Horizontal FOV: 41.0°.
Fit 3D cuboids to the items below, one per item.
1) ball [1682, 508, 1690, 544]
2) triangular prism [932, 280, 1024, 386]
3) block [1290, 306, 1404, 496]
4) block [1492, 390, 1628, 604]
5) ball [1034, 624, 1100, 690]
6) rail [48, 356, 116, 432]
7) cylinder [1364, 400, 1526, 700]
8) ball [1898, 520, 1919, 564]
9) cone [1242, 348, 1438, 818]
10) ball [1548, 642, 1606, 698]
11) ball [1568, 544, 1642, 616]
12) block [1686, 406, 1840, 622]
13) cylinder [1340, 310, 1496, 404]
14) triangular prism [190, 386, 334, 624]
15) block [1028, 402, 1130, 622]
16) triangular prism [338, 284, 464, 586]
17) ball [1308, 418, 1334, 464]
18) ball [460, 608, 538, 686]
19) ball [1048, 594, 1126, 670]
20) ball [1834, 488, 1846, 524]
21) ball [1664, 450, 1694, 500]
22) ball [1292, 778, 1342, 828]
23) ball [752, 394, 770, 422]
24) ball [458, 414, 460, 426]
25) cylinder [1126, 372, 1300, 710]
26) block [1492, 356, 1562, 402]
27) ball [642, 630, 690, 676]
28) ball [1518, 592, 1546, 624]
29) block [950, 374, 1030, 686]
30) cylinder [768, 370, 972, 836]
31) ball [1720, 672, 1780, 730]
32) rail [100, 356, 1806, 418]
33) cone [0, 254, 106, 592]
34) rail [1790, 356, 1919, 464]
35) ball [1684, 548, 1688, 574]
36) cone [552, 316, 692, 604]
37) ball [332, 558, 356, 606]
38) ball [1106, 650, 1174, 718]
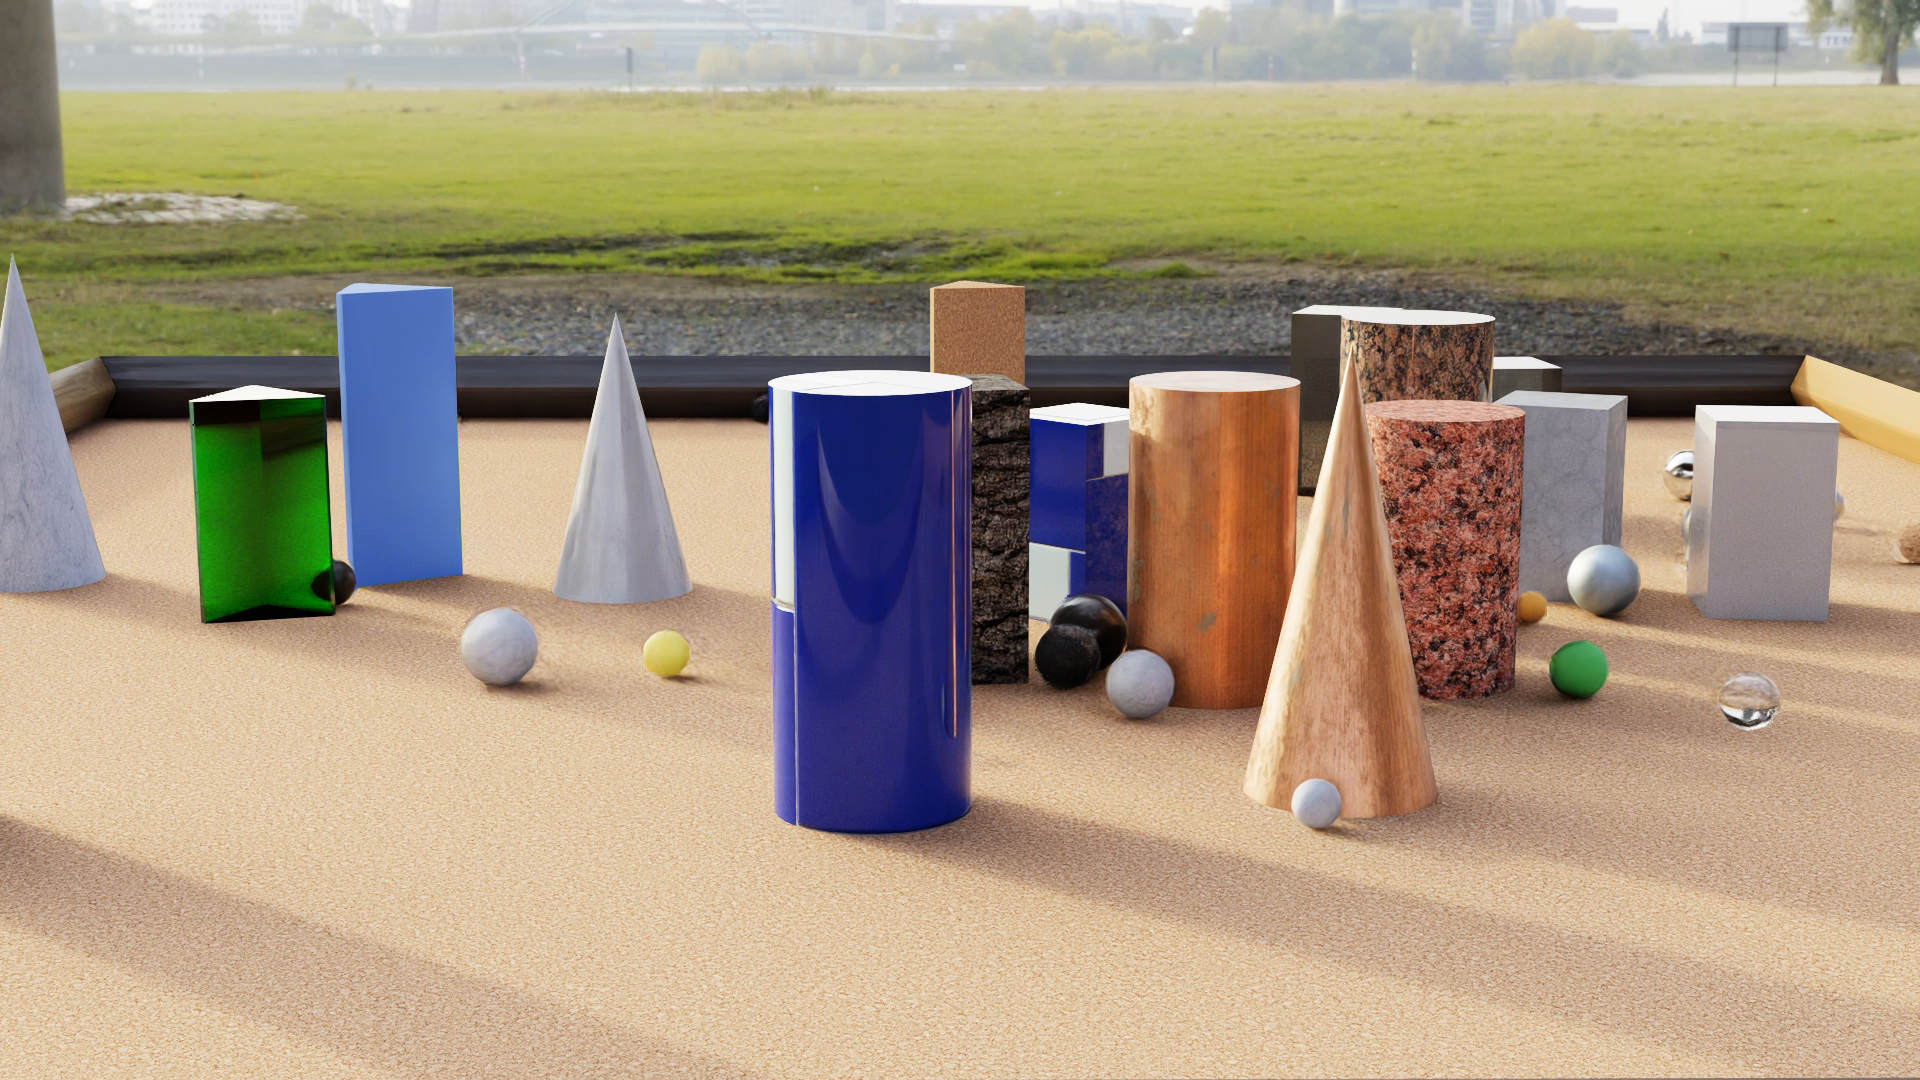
[{"bbox_3d":[1.126,-0.019,3.840,0.090,0.090,0.090,0,10,0],"label":"ball"},{"bbox_3d":[0.019,-0.301,4.695,0.170,0.333,0.147,-2,11,-10],"label":"triangular prism"},{"bbox_3d":[0.663,-0.238,4.413,0.157,0.312,0.157,4,11,21],"label":"block"},{"bbox_3d":[0.831,-0.062,3.576,0.157,0.269,0.157,5,11,23],"label":"block"},{"bbox_3d":[0.127,0.137,3.028,0.078,0.078,0.078,0,10,0],"label":"ball"},{"bbox_3d":[-1.756,0.035,3.439,0.045,0.128,3.881,0,10,0],"label":"rail"},{"bbox_3d":[0.565,0.008,3.048,0.197,0.326,0.197,0,10,0],"label":"cylinder"},{"bbox_3d":[1.419,0.003,3.788,0.065,0.065,0.065,0,10,0],"label":"ball"},{"bbox_3d":[0.386,0.030,2.568,0.197,0.456,0.197,0,10,0],"label":"cone"},{"bbox_3d":[0.719,0.151,2.987,0.066,0.066,0.066,0,10,0],"label":"ball"},{"bbox_3d":[0.862,0.054,3.432,0.095,0.095,0.095,0,10,0],"label":"ball"},{"bbox_3d":[1.081,-0.039,3.463,0.157,0.265,0.157,1,11,6],"label":"block"},{"bbox_3d":[0.594,-0.091,3.365,0.197,0.403,0.197,0,10,0],"label":"cylinder"},{"bbox_3d":[-0.942,-0.053,3.456,0.170,0.295,0.147,-3,11,-18],"label":"triangular prism"},{"bbox_3d":[0.162,-0.035,3.433,0.157,0.270,0.157,10,15,44],"label":"block"},{"bbox_3d":[-0.831,-0.157,3.691,0.170,0.414,0.147,-7,13,-34],"label":"triangular prism"},{"bbox_3d":[0.683,-0.178,4.696,0.089,0.089,0.089,0,10,0],"label":"ball"},{"bbox_3d":[-0.547,0.127,3.046,0.091,0.091,0.091,0,10,0],"label":"ball"},{"bbox_3d":[0.155,0.112,3.114,0.096,0.096,0.096,0,10,0],"label":"ball"},{"bbox_3d":[1.375,-0.056,4.092,0.069,0.069,0.069,0,10,0],"label":"ball"},{"bbox_3d":[1.234,-0.110,4.341,0.086,0.086,0.086,0,10,0],"label":"ball"},{"bbox_3d":[0.345,0.254,2.478,0.048,0.048,0.048,0,10,0],"label":"ball"},{"bbox_3d":[-0.399,-0.271,5.289,0.057,0.057,0.057,0,10,0],"label":"ball"},{"bbox_3d":[-1.027,-0.242,5.150,0.050,0.050,0.050,0,10,0],"label":"ball"},{"bbox_3d":[0.294,-0.004,2.998,0.197,0.366,0.197,0,10,0],"label":"cylinder"},{"bbox_3d":[0.864,-0.159,4.138,0.157,0.255,0.157,-1,11,-6],"label":"block"},{"bbox_3d":[-0.354,0.137,3.090,0.056,0.056,0.056,0,10,0],"label":"ball"},{"bbox_3d":[0.753,0.089,3.388,0.041,0.041,0.041,0,10,0],"label":"ball"},{"bbox_3d":[-0.011,-0.014,3.091,0.157,0.352,0.157,-2,11,-11],"label":"block"},{"bbox_3d":[-0.087,0.057,2.513,0.197,0.424,0.197,0,10,0],"label":"cylinder"},{"bbox_3d":[0.876,0.178,2.845,0.065,0.065,0.065,0,10,0],"label":"ball"},{"bbox_3d":[-0.011,-0.316,5.334,3.559,0.128,0.045,0,10,0],"label":"rail"},{"bbox_3d":[-1.328,-0.174,3.638,0.197,0.467,0.197,0,10,0],"label":"cone"},{"bbox_3d":[1.756,0.031,3.459,0.045,0.128,3.881,0,10,0],"label":"rail"},{"bbox_3d":[1.059,0.031,3.636,0.066,0.066,0.066,0,10,0],"label":"ball"},{"bbox_3d":[-0.475,-0.123,3.574,0.197,0.390,0.197,0,10,0],"label":"cone"},{"bbox_3d":[-0.855,0.058,3.496,0.064,0.064,0.064,0,10,0],"label":"ball"},{"bbox_3d":[0.203,0.162,2.895,0.077,0.077,0.077,0,10,0],"label":"ball"}]
